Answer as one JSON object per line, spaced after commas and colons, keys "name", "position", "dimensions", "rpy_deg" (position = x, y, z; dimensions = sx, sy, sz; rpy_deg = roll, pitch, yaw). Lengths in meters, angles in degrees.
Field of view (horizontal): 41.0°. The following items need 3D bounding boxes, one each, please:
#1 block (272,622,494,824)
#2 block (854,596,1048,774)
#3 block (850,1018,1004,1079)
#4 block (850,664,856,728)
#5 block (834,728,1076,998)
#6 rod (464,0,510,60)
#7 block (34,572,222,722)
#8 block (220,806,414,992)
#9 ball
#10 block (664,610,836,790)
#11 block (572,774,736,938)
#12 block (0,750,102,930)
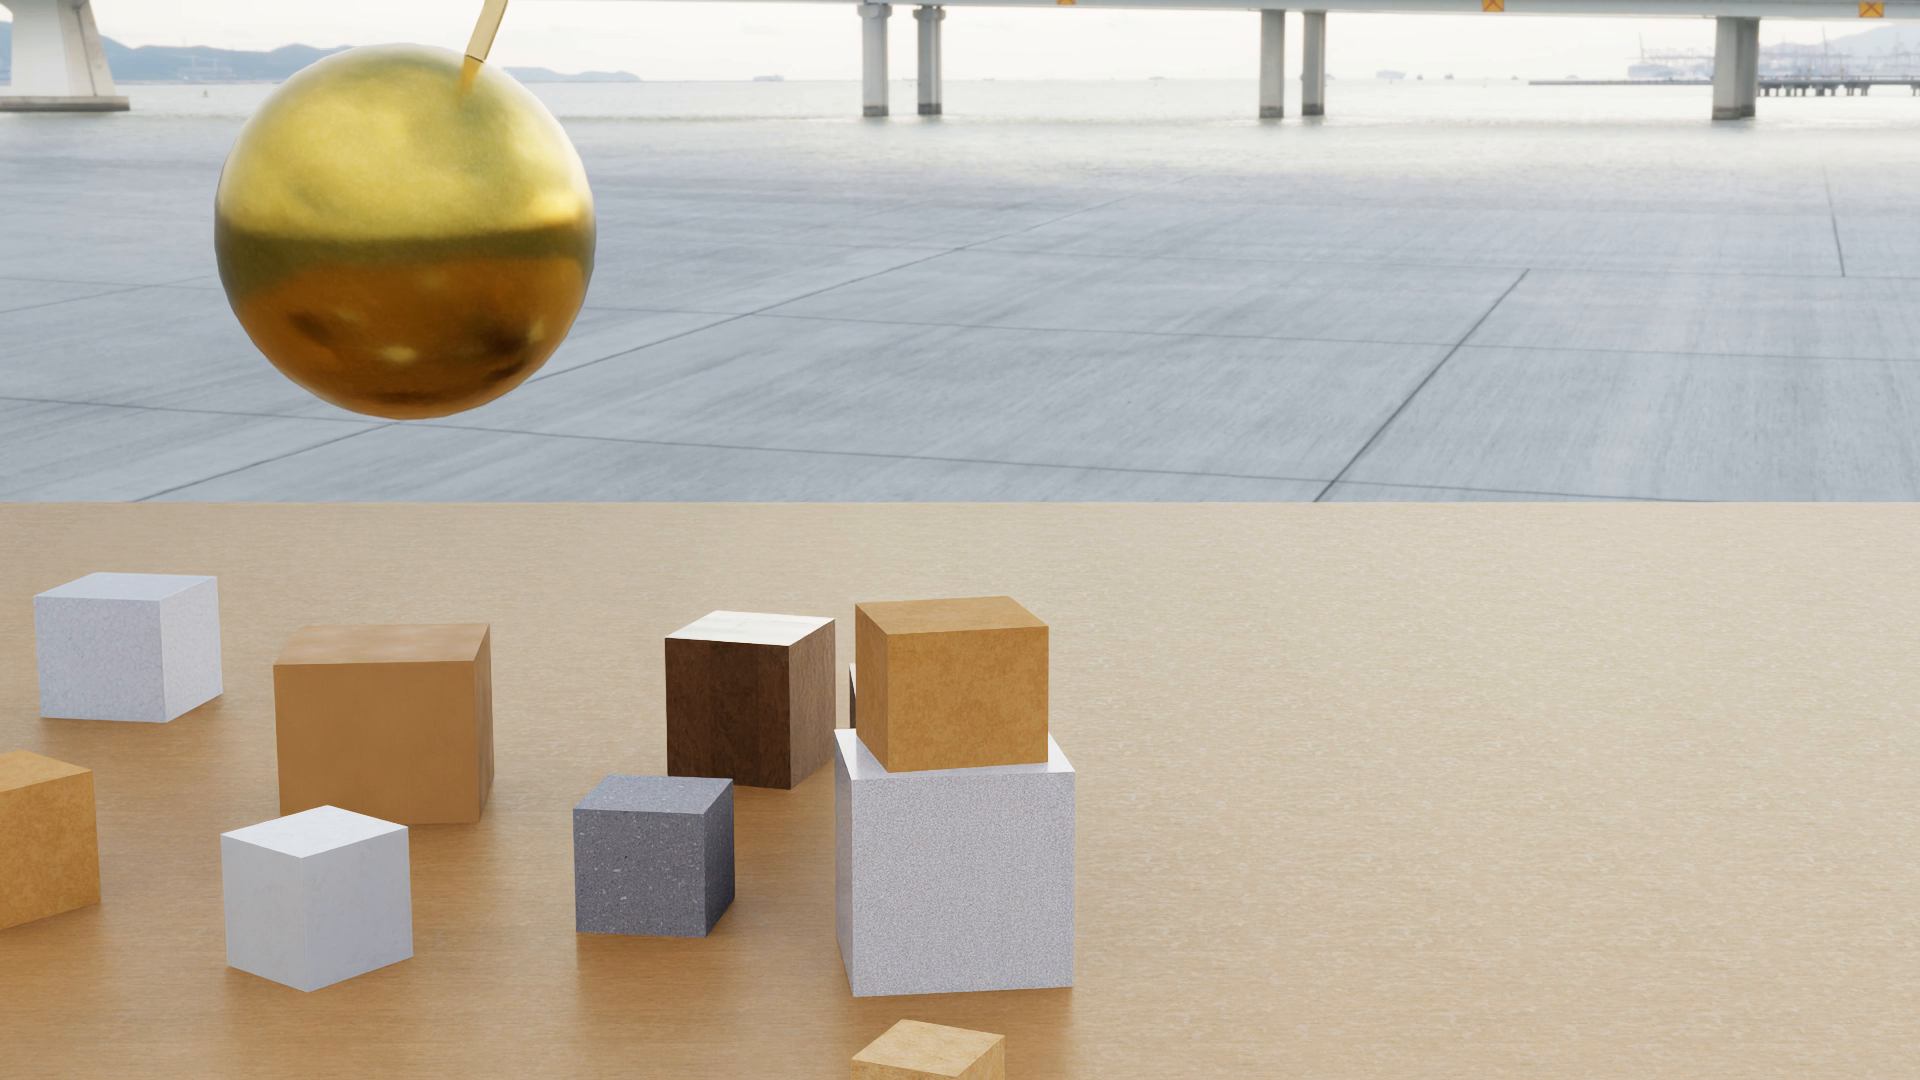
{"name": "block", "position": [-2.784, 0.885, 12.496], "dimensions": [0.925, 0.787, 0.855], "rpy_deg": [-1, 10, -5]}
{"name": "block", "position": [-0.040, 0.559, 10.134], "dimensions": [0.636, 0.542, 0.605], "rpy_deg": [-3, 11, -14]}
{"name": "block", "position": [-0.104, 1.840, 8.486], "dimensions": [0.377, 0.343, 0.395], "rpy_deg": [5, 11, 24]}
{"name": "block", "position": [-0.122, 1.030, 11.730], "dimensions": [0.728, 0.777, 0.827], "rpy_deg": [-1, 10, -5]}
{"name": "block", "position": [-0.036, 1.257, 10.233], "dimensions": [0.861, 0.866, 0.762], "rpy_deg": [-1, 10, -8]}
{"name": "rod", "position": [-1.021, -4.387, 10.383], "dimensions": [0.080, 5.200, 0.080], "rpy_deg": [23, 9, -4]}
{"name": "block", "position": [-4.656, 0.593, 14.395], "dimensions": [0.739, 0.683, 0.698], "rpy_deg": [2, 10, 9]}
{"name": "block", "position": [-2.563, 1.421, 10.238], "dimensions": [0.506, 0.542, 0.523], "rpy_deg": [8, 13, 37]}
{"name": "ball", "position": [-2.356, -1.311, 10.942], "dimensions": [1.600, 1.600, 1.600], "rpy_deg": [0, 10, 0]}
{"name": "block", "position": [-1.059, 0.805, 13.087], "dimensions": [0.662, 0.734, 0.675], "rpy_deg": [3, 11, 17]}
{"name": "block", "position": [-1.281, 1.323, 10.806], "dimensions": [0.550, 0.530, 0.534], "rpy_deg": [1, 10, 8]}
{"name": "block", "position": [-4.090, 1.278, 10.908], "dimensions": [0.546, 0.582, 0.600], "rpy_deg": [8, 13, 38]}
